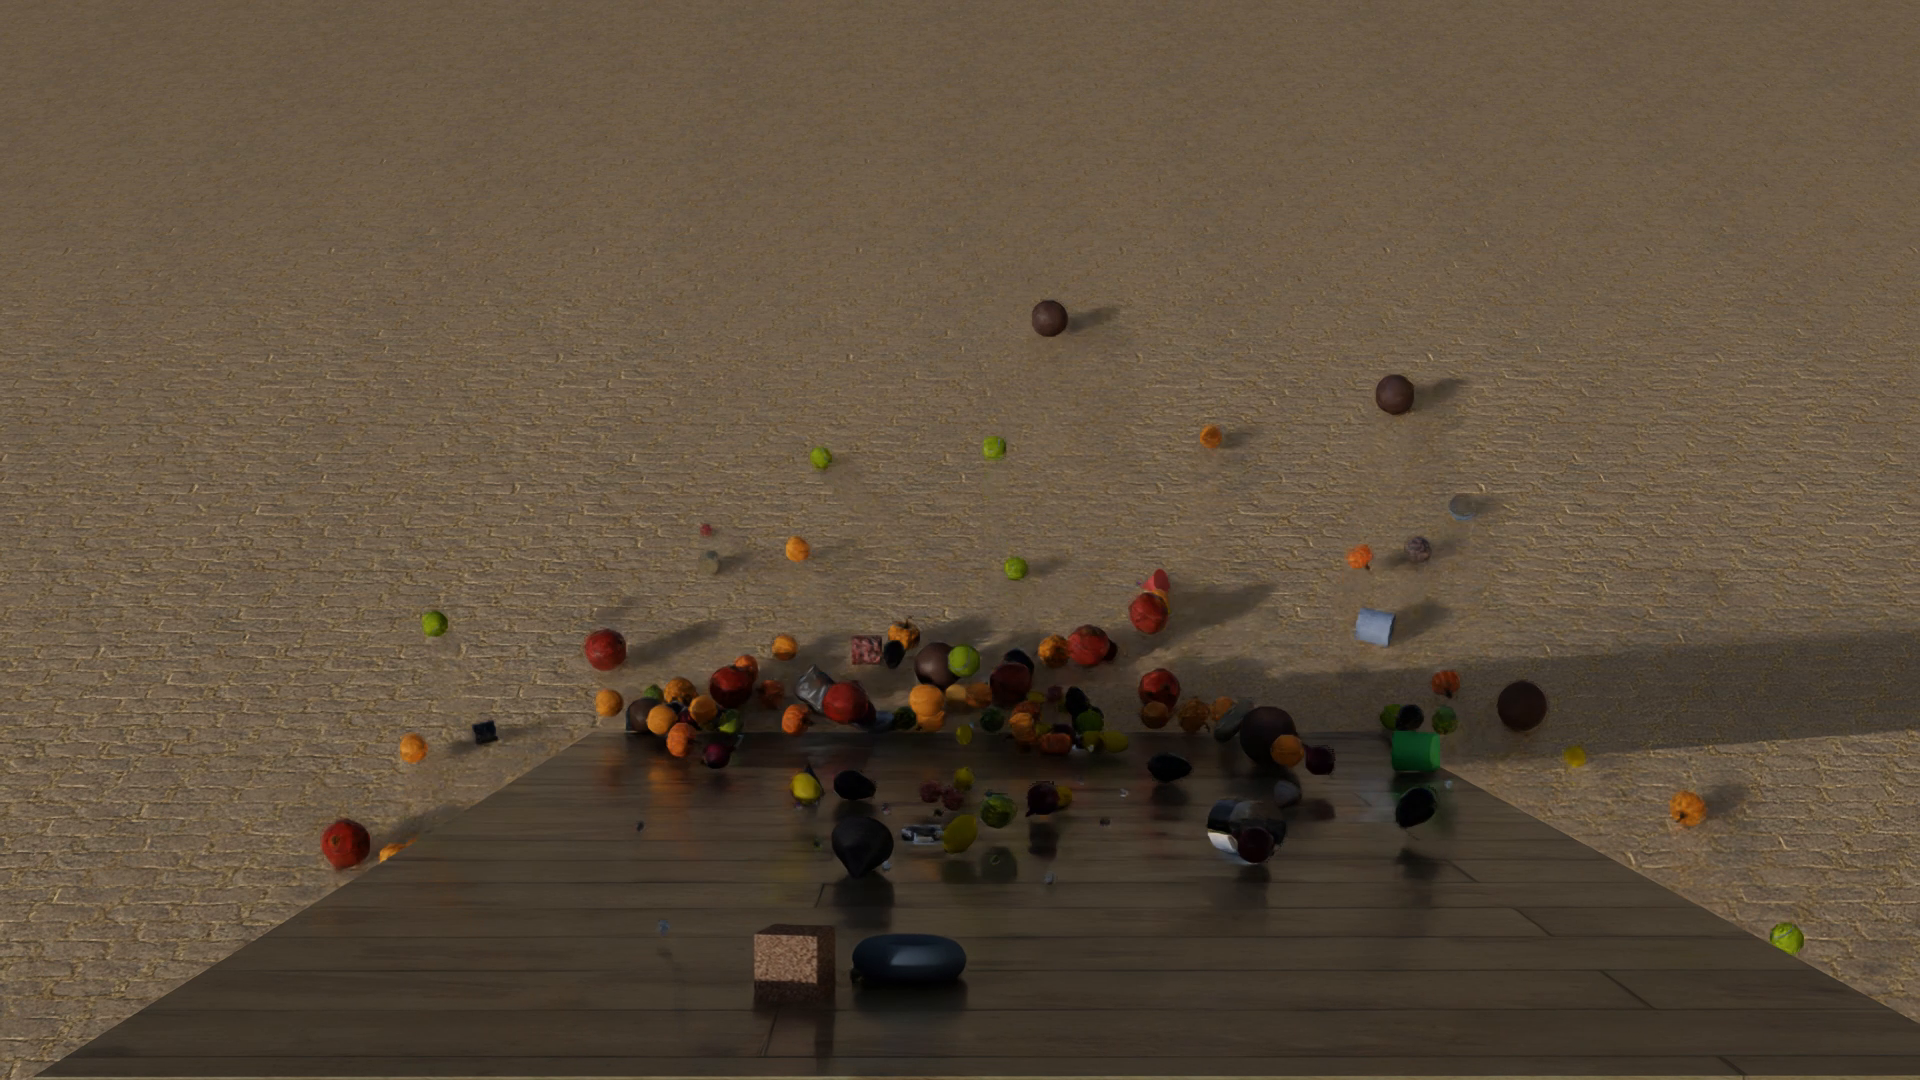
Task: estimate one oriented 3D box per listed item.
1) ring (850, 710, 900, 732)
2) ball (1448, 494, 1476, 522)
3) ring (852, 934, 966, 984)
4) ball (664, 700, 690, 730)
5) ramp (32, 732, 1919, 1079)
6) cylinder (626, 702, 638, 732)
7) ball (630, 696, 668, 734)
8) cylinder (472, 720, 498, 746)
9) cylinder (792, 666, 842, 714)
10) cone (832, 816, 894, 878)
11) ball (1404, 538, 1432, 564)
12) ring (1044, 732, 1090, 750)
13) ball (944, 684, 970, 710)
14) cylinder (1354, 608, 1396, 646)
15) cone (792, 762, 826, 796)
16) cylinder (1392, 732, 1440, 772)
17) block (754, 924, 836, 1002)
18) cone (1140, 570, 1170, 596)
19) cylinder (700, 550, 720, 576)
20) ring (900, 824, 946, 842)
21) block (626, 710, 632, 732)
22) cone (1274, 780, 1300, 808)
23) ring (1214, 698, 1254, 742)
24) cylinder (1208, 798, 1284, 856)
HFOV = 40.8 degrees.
[{"bbox_3d":[-0.218,0.470,6.694,0.131,0.044,0.131,2,4,0],"label":"ring"},{"bbox_3d":[1.521,-0.099,7.818,0.083,0.083,0.083,0,28,0],"label":"ball"},{"bbox_3d":[-0.062,0.511,3.154,0.139,0.046,0.139,1,0,0],"label":"ring"},{"bbox_3d":[-0.731,0.452,6.645,0.078,0.078,0.078,0,28,0],"label":"ball"},{"bbox_3d":[0.063,0.566,4.605,2.000,0.100,4.000,0,1,0],"label":"ramp"},{"bbox_3d":[-0.813,0.451,6.617,0.080,0.080,0.080,-5,1,-9],"label":"cylinder"},{"bbox_3d":[-0.789,0.443,6.532,0.096,0.096,0.096,0,28,0],"label":"ball"},{"bbox_3d":[-1.227,0.498,6.669,0.053,0.053,0.053,-12,30,-16],"label":"cylinder"},{"bbox_3d":[-0.379,0.395,6.818,0.093,0.093,0.093,41,29,-9],"label":"cylinder"},{"bbox_3d":[-0.159,0.500,4.035,0.100,0.100,0.100,2,28,4],"label":"cone"},{"bbox_3d":[1.345,0.030,7.582,0.077,0.077,0.077,0,28,0],"label":"ball"},{"bbox_3d":[0.255,0.478,6.156,0.108,0.036,0.108,0,-1,0],"label":"ring"},{"bbox_3d":[-0.006,0.415,6.862,0.070,0.070,0.070,0,28,0],"label":"ball"},{"bbox_3d":[1.149,0.241,7.157,0.093,0.093,0.093,13,30,16],"label":"cylinder"},{"bbox_3d":[-0.302,0.476,5.158,0.066,0.066,0.066,0,1,0],"label":"cone"},{"bbox_3d":[0.987,0.458,5.594,0.086,0.086,0.086,-1,25,26],"label":"cylinder"},{"bbox_3d":[-0.194,0.497,3.044,0.076,0.076,0.076,0,1,14],"label":"block"},{"bbox_3d":[0.549,0.129,7.441,0.077,0.077,0.077,-13,16,37],"label":"cone"},{"bbox_3d":[-0.731,0.067,7.534,0.055,0.055,0.055,0,26,0],"label":"cylinder"},{"bbox_3d":[-0.063,0.505,4.453,0.078,0.026,0.078,1,-1,0],"label":"ring"},{"bbox_3d":[-0.831,0.464,6.691,0.054,0.054,0.054,-3,2,13],"label":"block"},{"bbox_3d":[0.613,0.498,4.937,0.058,0.058,0.058,16,36,28],"label":"cone"},{"bbox_3d":[0.646,0.426,6.104,0.041,0.123,0.123,42,35,0],"label":"ring"},{"bbox_3d":[0.471,0.473,4.256,0.092,0.092,0.092,-15,3,-25],"label":"cylinder"}]
